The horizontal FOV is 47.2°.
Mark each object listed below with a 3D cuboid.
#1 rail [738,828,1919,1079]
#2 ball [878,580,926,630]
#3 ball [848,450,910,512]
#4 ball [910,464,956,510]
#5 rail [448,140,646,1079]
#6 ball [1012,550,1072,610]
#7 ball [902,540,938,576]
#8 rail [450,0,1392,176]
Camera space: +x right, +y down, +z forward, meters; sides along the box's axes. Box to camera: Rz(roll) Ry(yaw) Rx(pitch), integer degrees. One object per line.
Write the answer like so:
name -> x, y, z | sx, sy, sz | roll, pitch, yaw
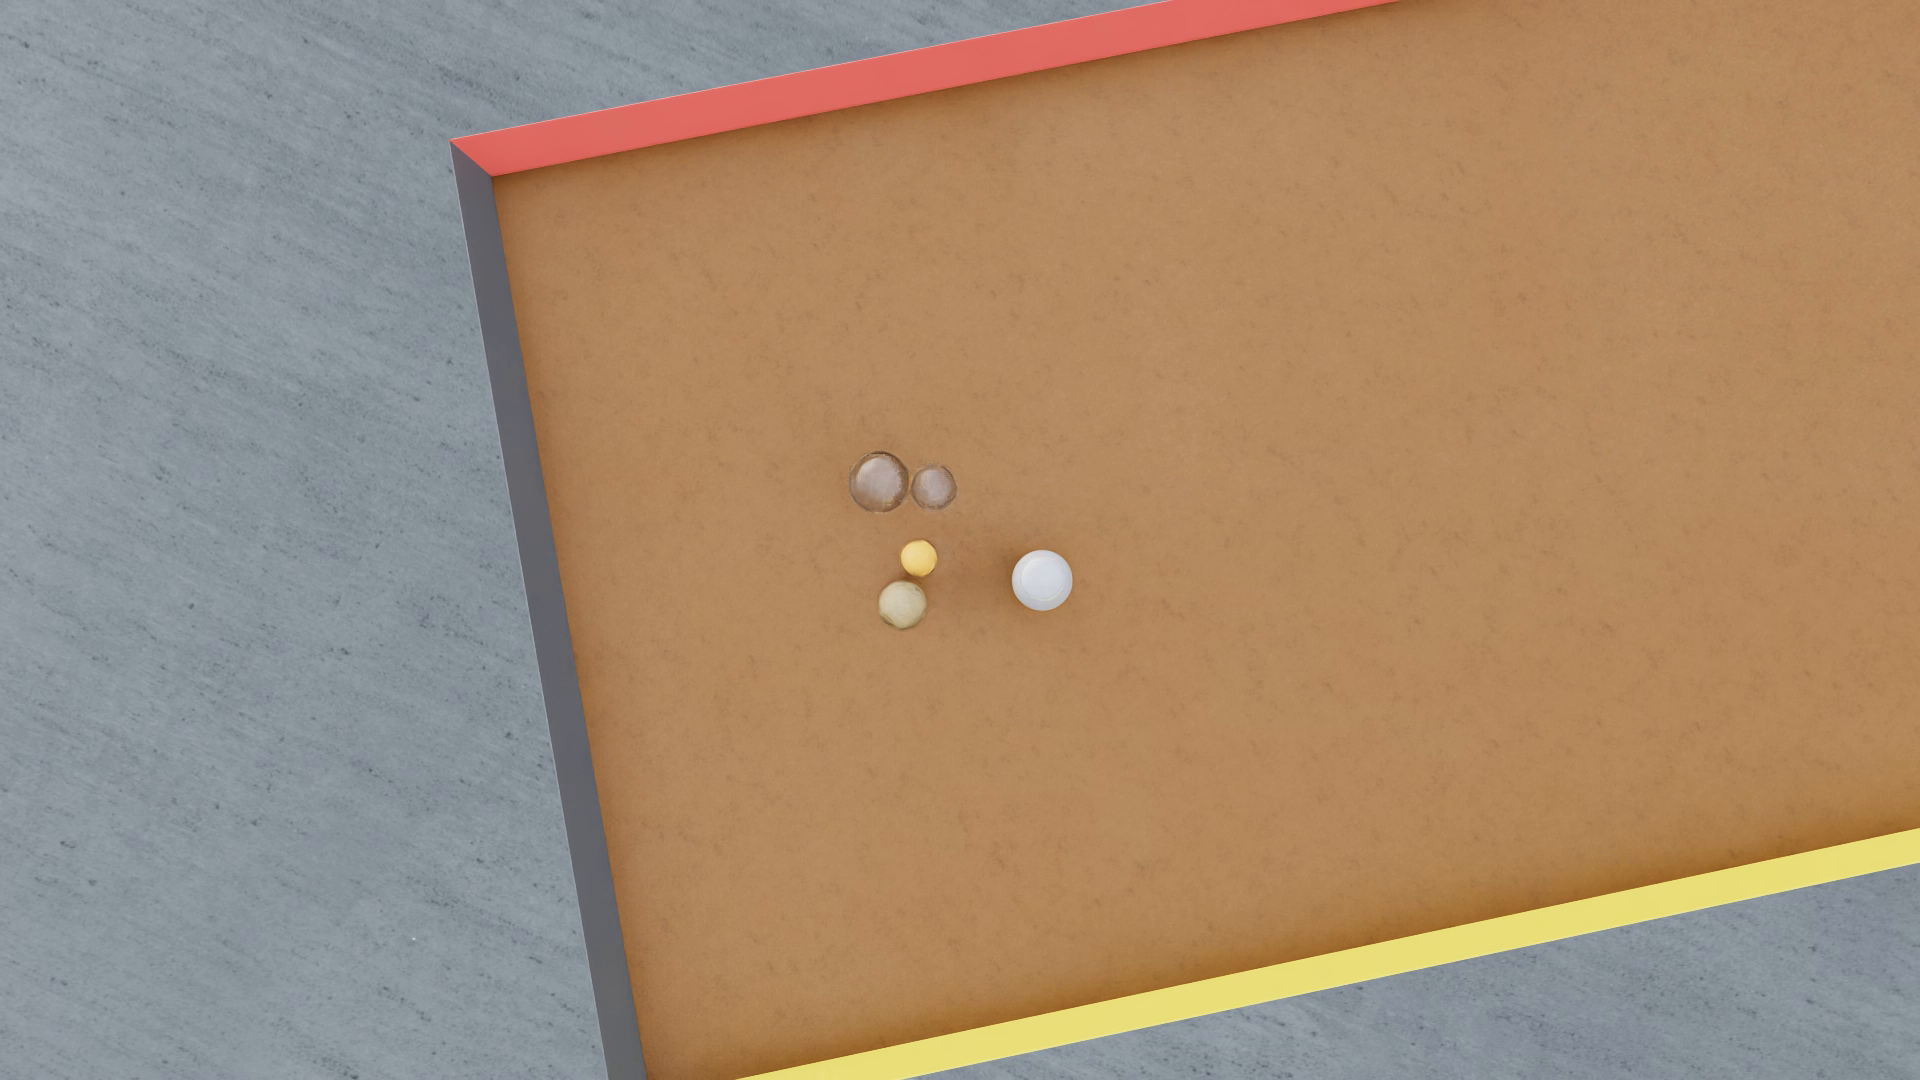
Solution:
rail -> 0.775, 0.565, 3.159 | 2.561, 0.121, 0.045 | -11, 78, -2
ball -> -0.086, 0.097, 3.283 | 0.073, 0.073, 0.073 | 0, 78, 0
ball -> -0.122, -0.088, 3.311 | 0.093, 0.093, 0.093 | 0, 78, 0
ball -> -0.040, -0.079, 3.321 | 0.070, 0.070, 0.070 | 0, 78, 0
rail -> -0.604, 0.118, 3.253 | 0.045, 0.121, 1.503 | -11, 78, -2
ball -> 0.123, 0.060, 3.281 | 0.091, 0.091, 0.091 | 0, 78, 0
ball -> -0.061, 0.027, 3.307 | 0.054, 0.054, 0.054 | 0, 78, 0
rail -> 0.479, -0.829, 3.453 | 2.561, 0.121, 0.045 | -11, 78, -2
